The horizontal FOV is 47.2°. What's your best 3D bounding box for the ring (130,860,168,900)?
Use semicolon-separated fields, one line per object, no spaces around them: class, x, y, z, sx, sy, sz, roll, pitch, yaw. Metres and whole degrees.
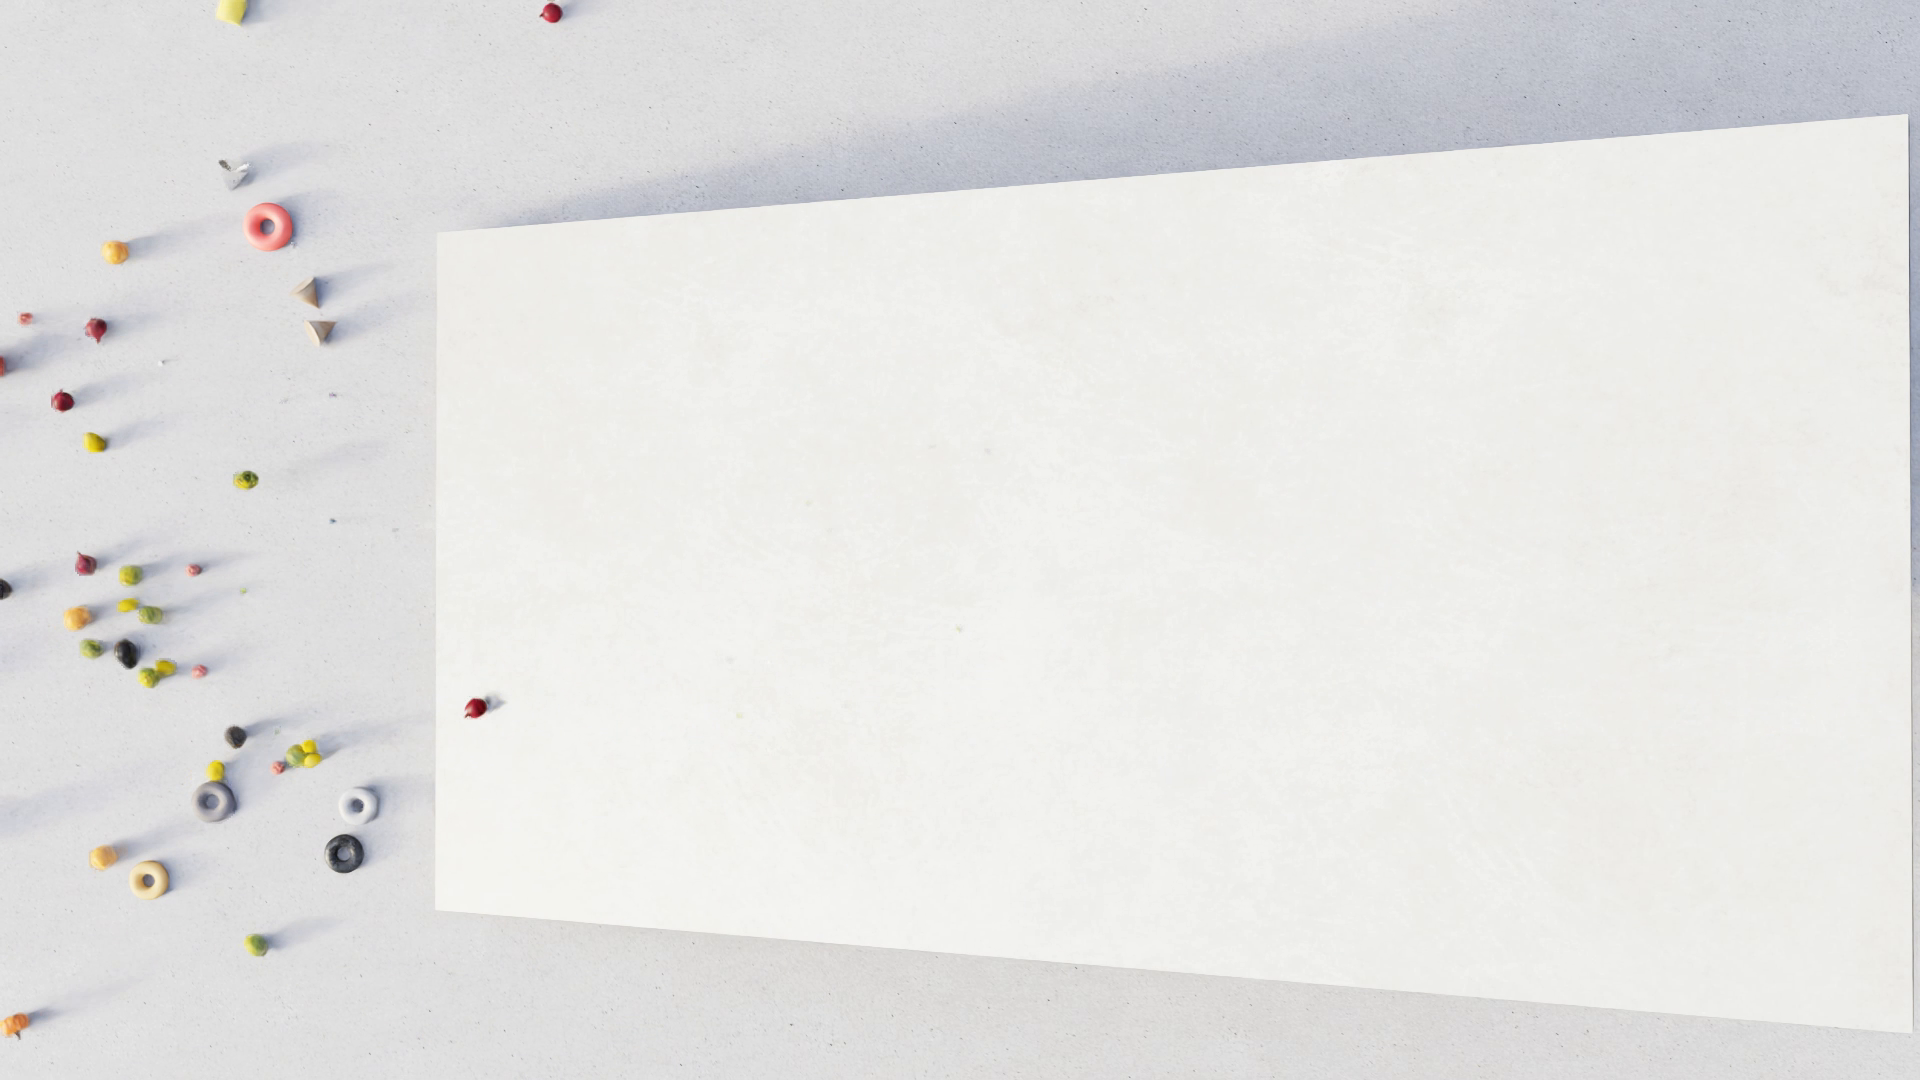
ring;-2.419;1.014;6.558;0.118;0.039;0.118;0;91;0

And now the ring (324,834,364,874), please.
ring;-1.837;0.936;6.559;0.118;0.039;0.118;0;90;-1

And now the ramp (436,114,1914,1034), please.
ramp;0.282;0.081;5.686;4.000;0.100;2.000;0;89;25

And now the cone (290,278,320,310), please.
cone;-1.942;-0.724;6.577;0.088;0.088;0.088;-33;116;0

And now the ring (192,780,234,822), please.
ring;-2.228;0.781;6.559;0.125;0.042;0.125;0;90;-4

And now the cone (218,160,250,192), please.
cone;-2.178;-1.079;6.581;0.090;0.090;0.090;19;116;0

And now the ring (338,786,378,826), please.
ring;-1.794;0.793;6.560;0.118;0.039;0.118;0;89;-1

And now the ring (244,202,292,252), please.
ring;-2.070;-0.936;6.575;0.147;0.049;0.147;0;90;1

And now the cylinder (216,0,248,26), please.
cylinder;-2.177;-1.584;6.570;0.072;0.072;0.072;28;106;0

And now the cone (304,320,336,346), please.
cone;-1.899;-0.634;6.576;0.086;0.086;0.086;-31;89;-27
